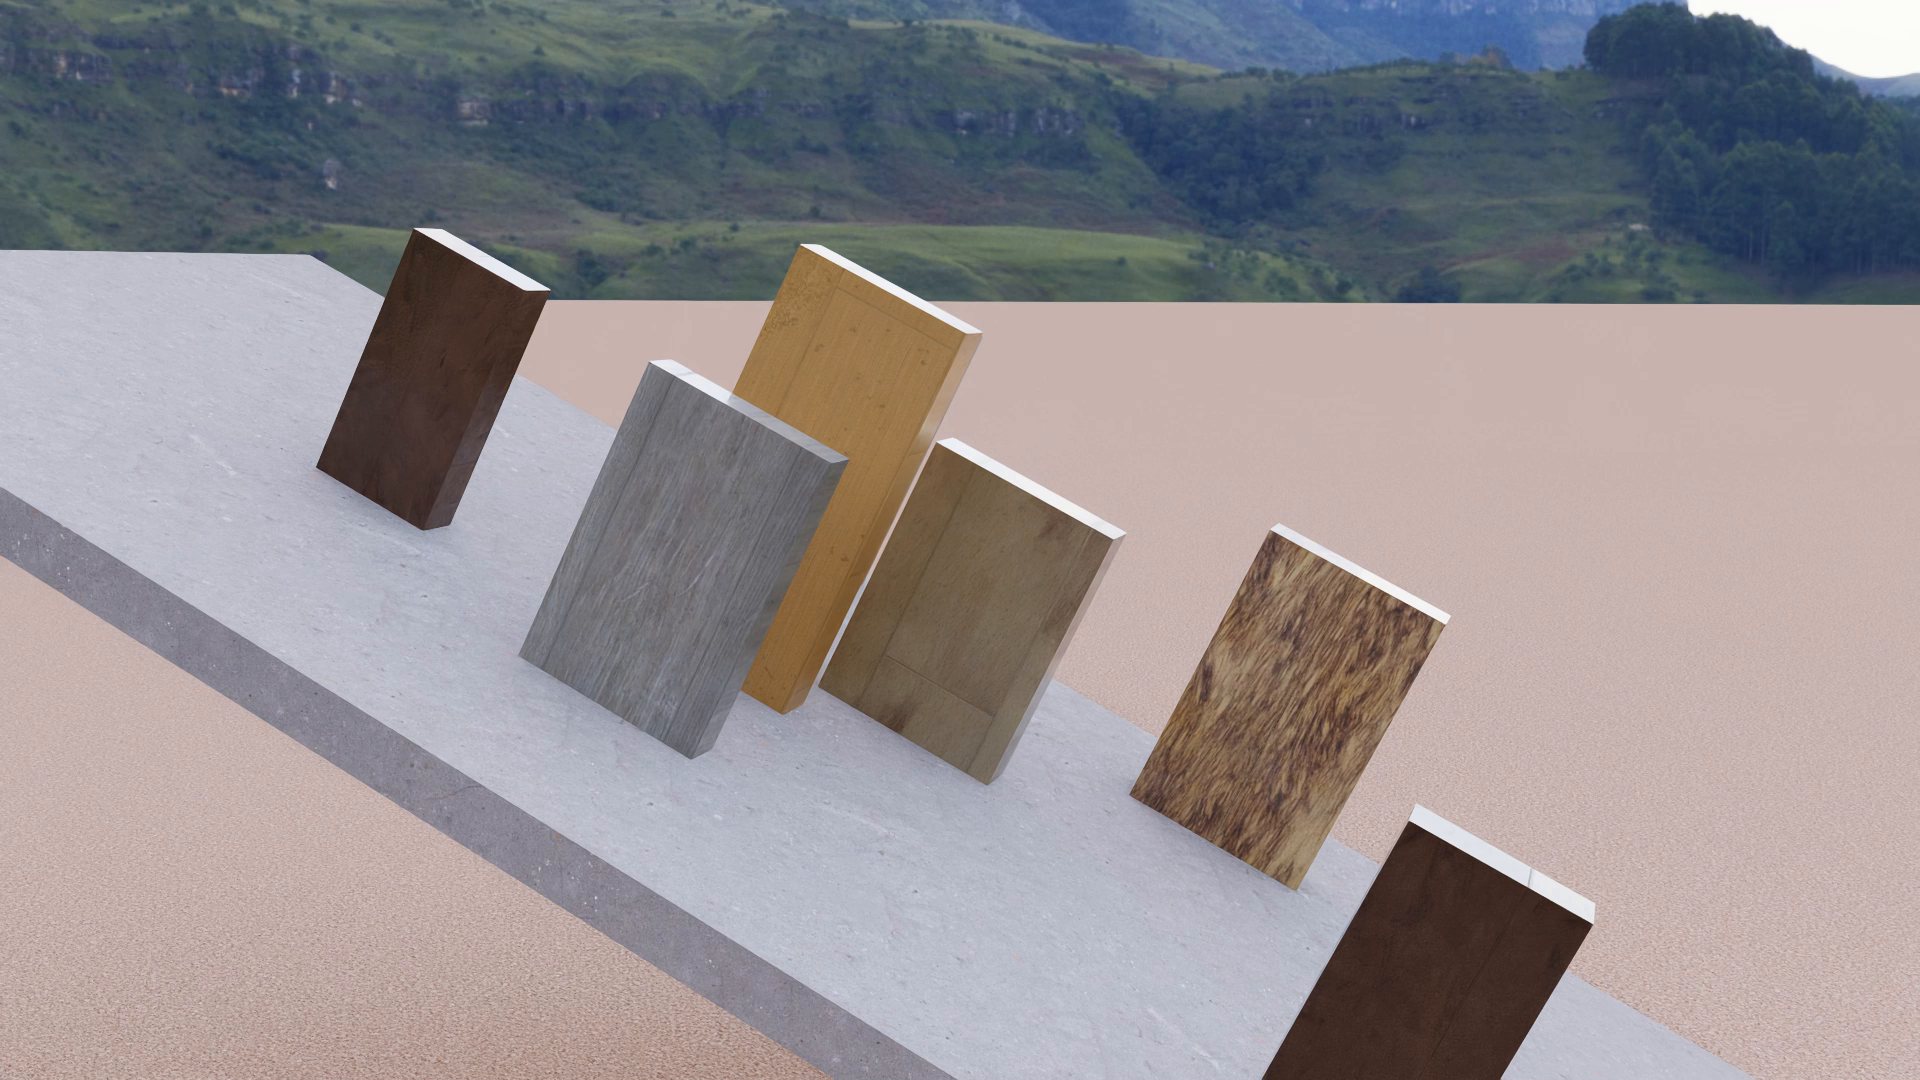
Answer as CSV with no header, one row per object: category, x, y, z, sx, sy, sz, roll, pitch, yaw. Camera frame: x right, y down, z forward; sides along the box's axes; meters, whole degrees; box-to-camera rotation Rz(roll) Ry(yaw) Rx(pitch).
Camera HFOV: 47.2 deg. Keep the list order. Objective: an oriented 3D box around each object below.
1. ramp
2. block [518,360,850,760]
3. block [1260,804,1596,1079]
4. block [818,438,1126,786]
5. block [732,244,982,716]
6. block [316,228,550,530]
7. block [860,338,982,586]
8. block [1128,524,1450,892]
ramp,-0.238,0.399,4.156,4.000,0.100,2.000,29,14,12
block,-0.468,0.032,3.689,0.357,0.564,0.086,29,14,12
block,0.592,0.704,3.019,0.269,0.625,0.099,29,14,12
block,0.020,0.136,4.237,0.387,0.542,0.108,29,14,12
block,-0.292,-0.109,4.053,0.350,0.789,0.102,29,14,12
block,-0.985,-0.300,4.106,0.251,0.498,0.099,29,14,12
block,-0.244,-0.246,4.954,0.327,0.640,0.128,29,14,12
block,0.668,0.340,4.481,0.390,0.629,0.116,29,14,12
